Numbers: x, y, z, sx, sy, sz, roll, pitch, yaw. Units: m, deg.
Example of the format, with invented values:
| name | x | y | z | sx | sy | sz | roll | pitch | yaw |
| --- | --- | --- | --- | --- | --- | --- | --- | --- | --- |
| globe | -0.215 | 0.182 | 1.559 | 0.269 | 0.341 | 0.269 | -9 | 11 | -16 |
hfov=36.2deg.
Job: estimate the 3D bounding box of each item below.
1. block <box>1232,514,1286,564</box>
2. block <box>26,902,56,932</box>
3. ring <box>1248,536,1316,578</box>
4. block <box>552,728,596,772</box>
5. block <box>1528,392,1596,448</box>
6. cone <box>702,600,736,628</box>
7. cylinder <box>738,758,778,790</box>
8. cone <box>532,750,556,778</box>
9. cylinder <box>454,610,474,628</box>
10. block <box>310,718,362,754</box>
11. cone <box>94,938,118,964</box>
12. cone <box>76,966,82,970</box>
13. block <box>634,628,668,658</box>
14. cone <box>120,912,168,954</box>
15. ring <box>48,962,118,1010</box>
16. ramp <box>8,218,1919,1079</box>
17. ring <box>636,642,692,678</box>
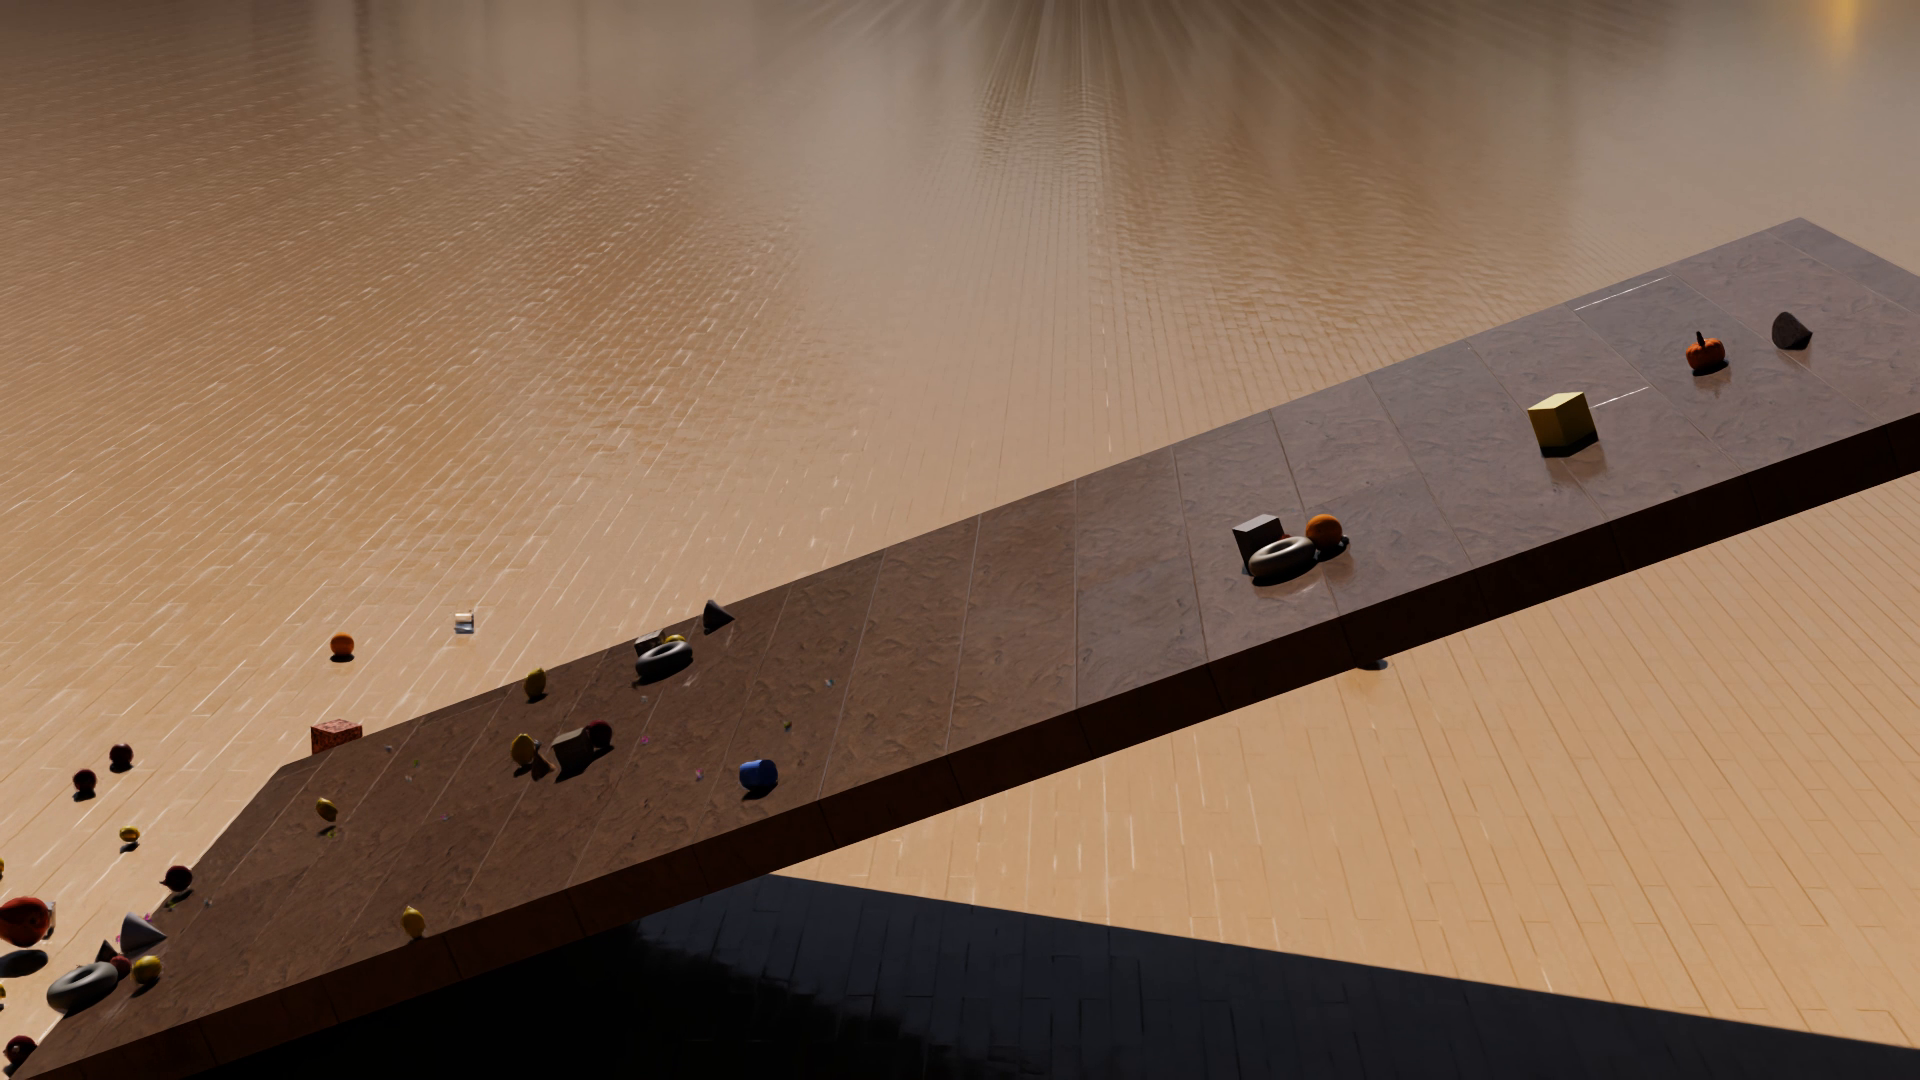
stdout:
| name | x | y | z | sx | sy | sz | roll | pitch | yaw |
| --- | --- | --- | --- | --- | --- | --- | --- | --- | --- |
| block | 0.596 | 0.000 | 5.818 | 0.073 | 0.073 | 0.073 | -24 | 12 | -14 |
| block | -2.069 | 0.849 | 6.626 | 0.052 | 0.052 | 0.052 | -1 | 13 | -6 |
| ring | 0.623 | 0.033 | 5.688 | 0.136 | 0.045 | 0.136 | -21 | 10 | 4 |
| block | -0.828 | 0.450 | 6.309 | 0.065 | 0.065 | 0.065 | -20 | 12 | 6 |
| block | 1.192 | -0.238 | 5.827 | 0.081 | 0.081 | 0.081 | -27 | 13 | -26 |
| cone | -0.580 | 0.185 | 7.158 | 0.071 | 0.071 | 0.071 | 11 | 15 | 14 |
| cylinder | -0.383 | 0.444 | 5.576 | 0.052 | 0.052 | 0.052 | -14 | 2 | 39 |
| cone | -0.910 | 0.477 | 6.353 | 0.056 | 0.056 | 0.056 | -20 | 12 | 4 |
| cylinder | -1.550 | 0.248 | 9.183 | 0.054 | 0.054 | 0.054 | -2 | 13 | -14 |
| block | -1.661 | 0.541 | 7.842 | 0.096 | 0.096 | 0.096 | 11 | 17 | 39 |
| cone | -1.851 | 0.909 | 6.422 | 0.059 | 0.059 | 0.059 | 24 | 8 | -14 |
| cone | -1.790 | 0.897 | 6.073 | 0.051 | 0.051 | 0.051 | -12 | 18 | -36 |
| block | -0.732 | 0.259 | 7.014 | 0.063 | 0.063 | 0.063 | -19 | 12 | 11 |
| cone | -1.709 | 0.831 | 6.191 | 0.089 | 0.089 | 0.089 | 7 | 14 | 3 |
| ring | -1.780 | 0.904 | 5.963 | 0.147 | 0.049 | 0.147 | -19 | 13 | 5 |
| ramp | 0.118 | 0.176 | 6.295 | 4.000 | 0.100 | 2.000 | -20 | 12 | 7 |
| ring | -0.694 | 0.280 | 6.897 | 0.141 | 0.047 | 0.141 | -19 | 12 | 4 |
